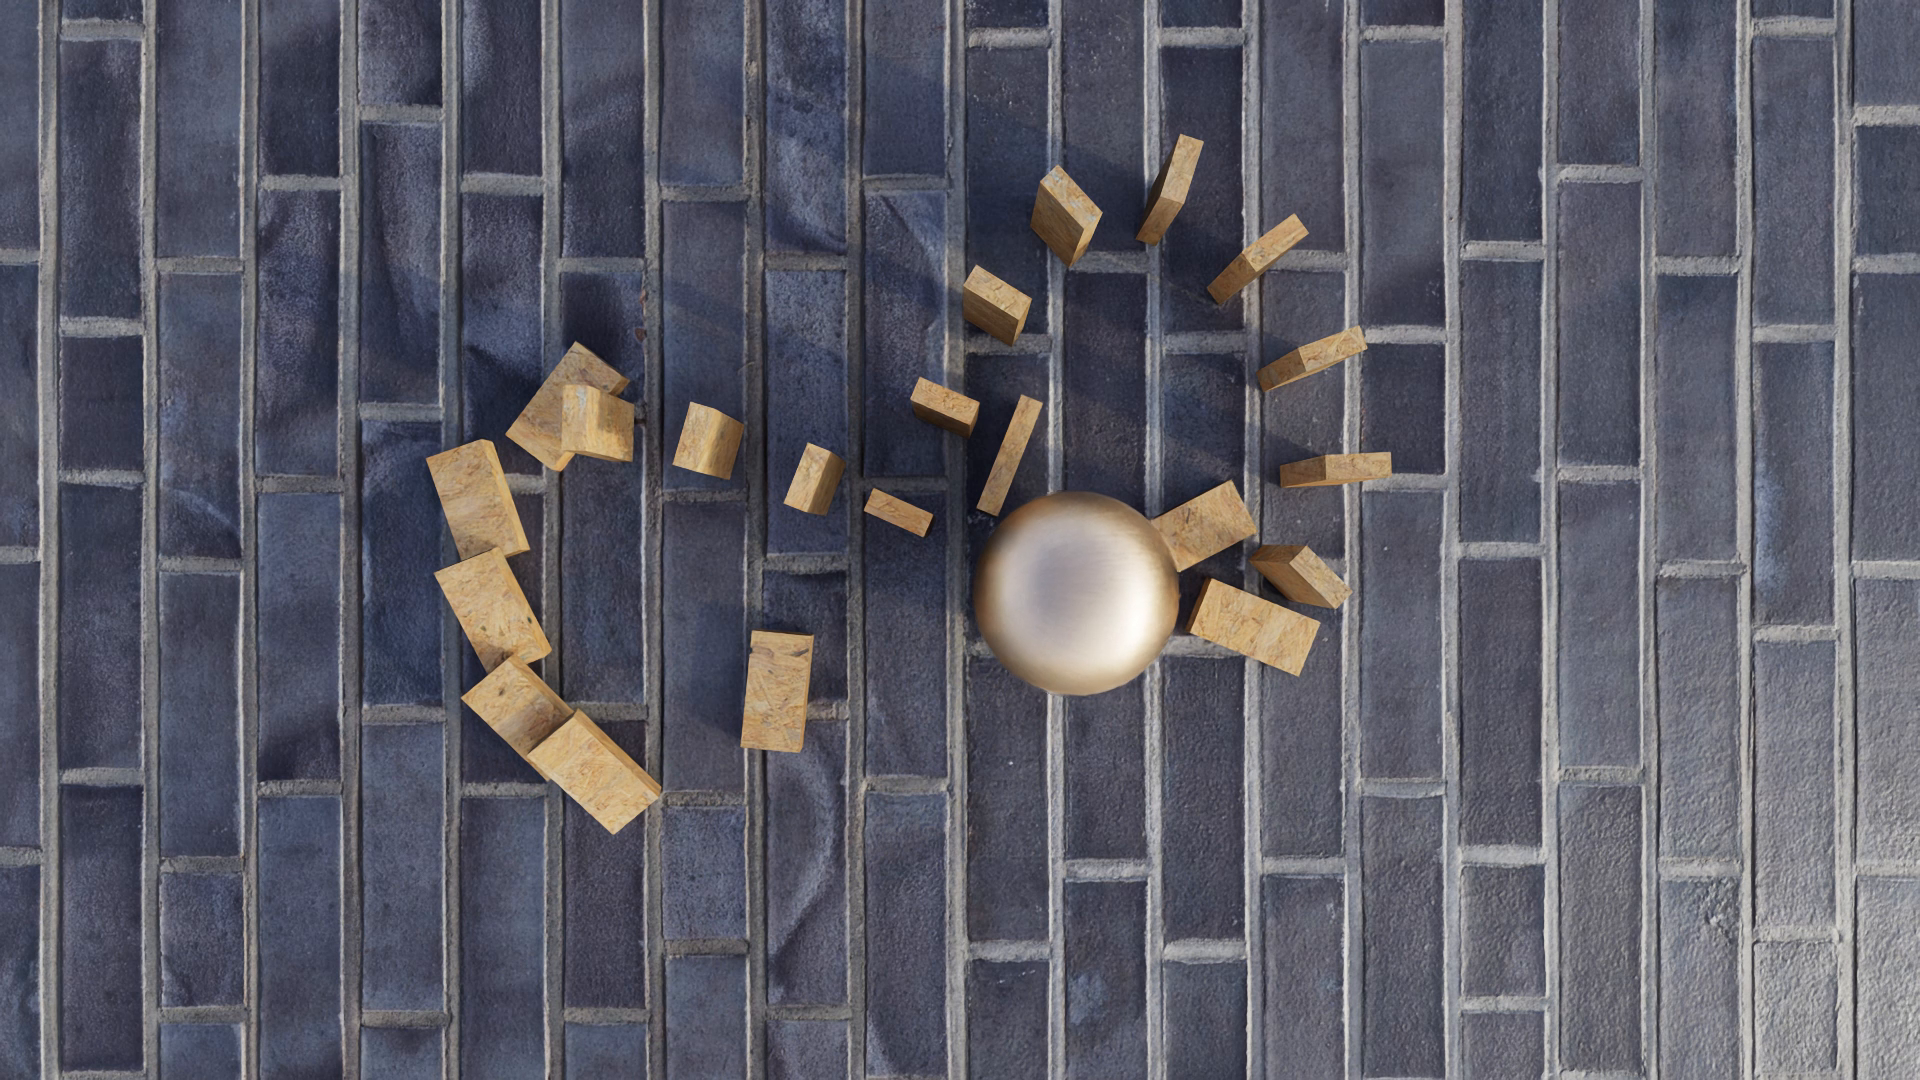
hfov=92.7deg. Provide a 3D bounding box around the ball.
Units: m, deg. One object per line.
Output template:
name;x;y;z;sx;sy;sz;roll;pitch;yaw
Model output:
ball;0.045;0.021;0.360;0.080;0.080;0.080;0;90;0

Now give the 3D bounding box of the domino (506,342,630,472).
domino;-0.169;-0.057;0.395;0.025;0.009;0.050;37;90;0

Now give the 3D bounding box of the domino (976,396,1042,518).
domino;0.020;-0.035;0.388;0.010;0.025;0.050;22;90;0

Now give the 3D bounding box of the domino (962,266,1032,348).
domino;0.014;-0.095;0.375;0.025;0.050;0.009;31;90;0

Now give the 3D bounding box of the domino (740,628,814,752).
domino;-0.079;0.065;0.395;0.025;0.010;0.050;6;90;0

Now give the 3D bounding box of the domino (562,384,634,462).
domino;-0.147;-0.047;0.375;0.010;0.050;0.025;2;90;0

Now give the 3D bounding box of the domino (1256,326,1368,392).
domino;0.142;-0.073;0.375;0.025;0.050;0.009;-20;90;0

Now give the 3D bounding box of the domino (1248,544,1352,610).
domino;0.138;0.014;0.375;0.025;0.050;0.009;45;90;0

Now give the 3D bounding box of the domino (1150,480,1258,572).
domino;0.099;-0.003;0.395;0.050;0.010;0.025;-27;90;0

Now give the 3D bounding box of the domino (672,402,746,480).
domino;-0.102;-0.039;0.375;0.009;0.050;0.025;16;90;0

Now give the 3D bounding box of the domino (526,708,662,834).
domino;-0.154;0.098;0.389;0.025;0.009;0.050;-40;106;0

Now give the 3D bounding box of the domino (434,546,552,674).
domino;-0.198;0.031;0.390;0.025;0.010;0.050;-22;102;0

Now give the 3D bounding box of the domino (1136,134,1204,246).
domino;0.085;-0.142;0.375;0.010;0.050;0.025;18;90;0

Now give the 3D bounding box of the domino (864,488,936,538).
domino;-0.024;-0.010;0.375;0.025;0.050;0.010;24;90;0

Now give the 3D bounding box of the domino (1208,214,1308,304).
domino;0.120;-0.114;0.375;0.025;0.050;0.009;-36;90;0

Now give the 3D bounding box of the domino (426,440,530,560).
domino;-0.208;-0.015;0.395;0.025;0.009;0.050;-19;90;0

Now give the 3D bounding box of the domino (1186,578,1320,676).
domino;0.126;0.037;0.395;0.050;0.009;0.025;22;90;0

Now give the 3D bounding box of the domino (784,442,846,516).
domino;-0.058;-0.024;0.375;0.010;0.050;0.025;21;90;0

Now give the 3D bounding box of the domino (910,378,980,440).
domino;-0.006;-0.053;0.375;0.025;0.050;0.010;23;90;0

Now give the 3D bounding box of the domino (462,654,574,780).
domino;-0.183;0.075;0.390;0.025;0.009;0.050;-40;102;0

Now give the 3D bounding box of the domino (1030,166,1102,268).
domino;0.042;-0.131;0.375;0.010;0.050;0.025;-43;90;0

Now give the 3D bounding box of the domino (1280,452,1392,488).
domino;0.152;-0.028;0.375;0.025;0.050;0.009;-3;90;0
